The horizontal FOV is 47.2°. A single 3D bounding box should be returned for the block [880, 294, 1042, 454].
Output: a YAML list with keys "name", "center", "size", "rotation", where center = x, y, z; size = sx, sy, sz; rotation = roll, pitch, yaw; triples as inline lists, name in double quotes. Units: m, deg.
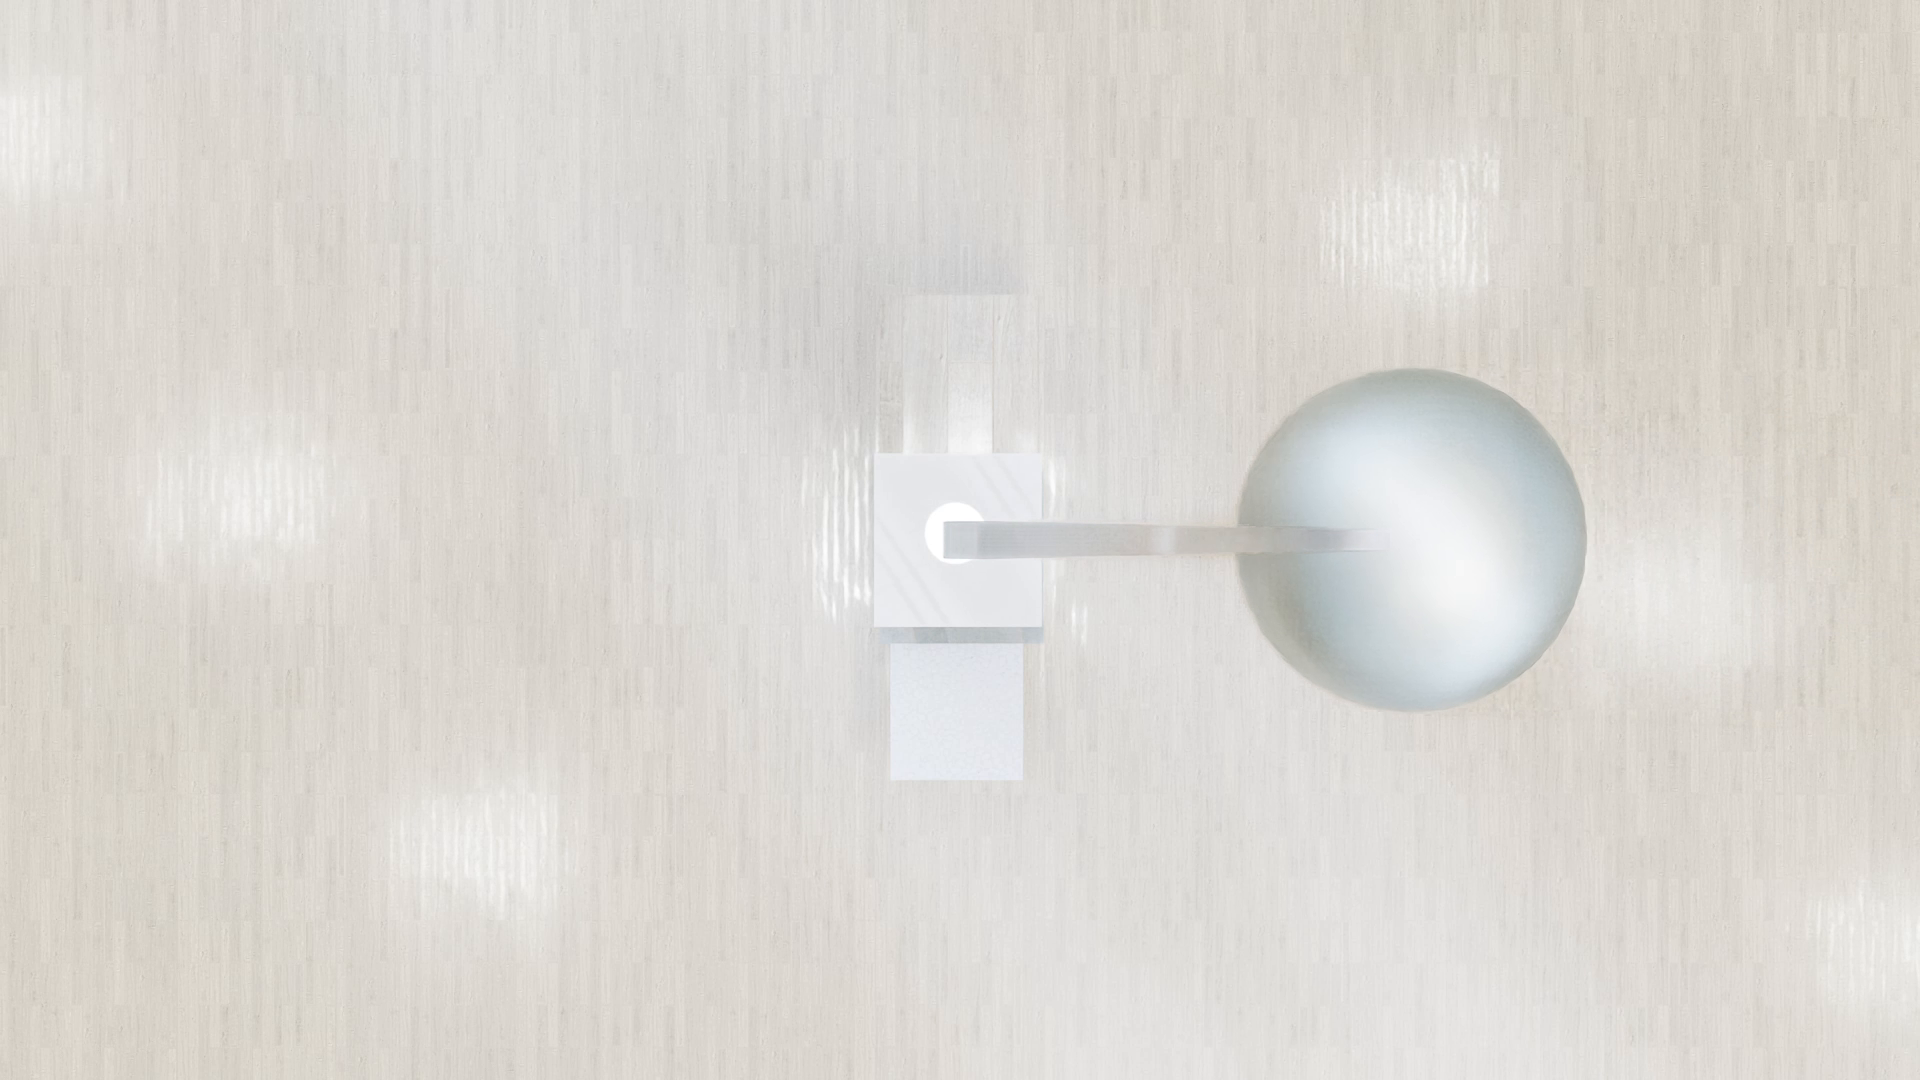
- name: "block"
  center: [0.008, -0.868, 12.541]
  size: [0.896, 0.918, 0.962]
  rotation: [0, 90, 0]

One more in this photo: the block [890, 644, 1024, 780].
- name: "block"
  center: [-0.018, 0.964, 12.673]
  size: [0.744, 0.654, 0.770]
  rotation: [0, 90, 0]

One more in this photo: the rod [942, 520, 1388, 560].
- name: "rod"
  center: [0.899, 0.000, 6.983]
  size: [0.080, 5.200, 0.080]
  rotation: [0, 90, 20]

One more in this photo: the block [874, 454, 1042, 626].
- name: "block"
  center: [-0.008, 0.000, 9.232]
  size: [0.678, 0.652, 0.702]
  rotation: [0, 90, 0]

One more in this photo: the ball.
- name: "ball"
  center: [2.074, 0.000, 10.173]
  size: [1.600, 1.600, 1.600]
  rotation: [0, 90, 0]

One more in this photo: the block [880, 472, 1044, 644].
- name: "block"
  center: [0.009, 0.096, 12.541]
  size: [0.898, 0.919, 0.946]
  rotation: [0, 90, 0]
